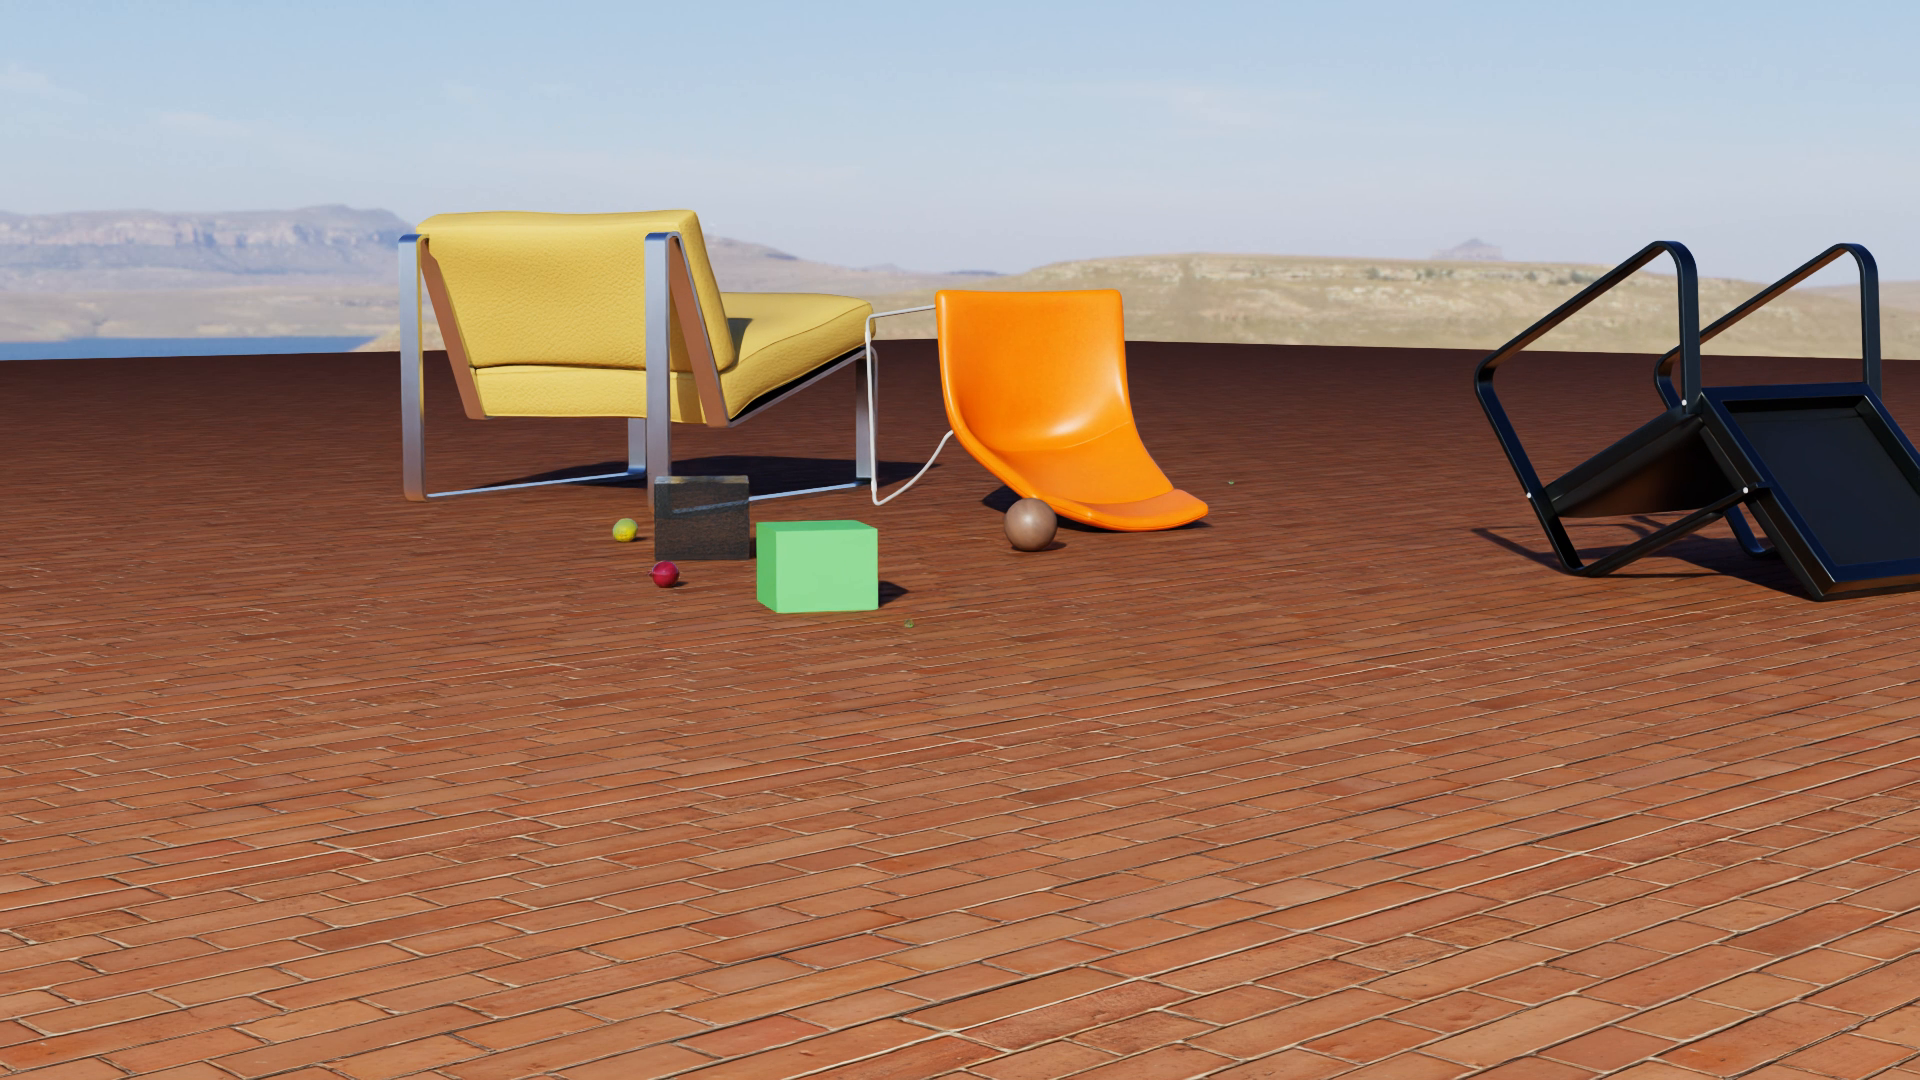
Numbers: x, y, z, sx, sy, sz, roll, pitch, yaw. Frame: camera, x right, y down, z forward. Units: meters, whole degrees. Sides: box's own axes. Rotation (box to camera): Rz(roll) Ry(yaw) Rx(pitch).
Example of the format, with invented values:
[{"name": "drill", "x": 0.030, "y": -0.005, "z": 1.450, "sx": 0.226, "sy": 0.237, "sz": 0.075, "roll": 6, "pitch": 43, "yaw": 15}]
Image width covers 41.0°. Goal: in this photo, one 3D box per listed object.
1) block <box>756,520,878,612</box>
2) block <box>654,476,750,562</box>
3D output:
[{"name": "block", "x": -0.288, "y": 0.051, "z": 5.142, "sx": 0.204, "sy": 0.160, "sz": 0.197, "roll": -2, "pitch": 6, "yaw": -16}, {"name": "block", "x": -0.607, "y": -0.052, "z": 6.042, "sx": 0.218, "sy": 0.180, "sz": 0.220, "roll": -1, "pitch": 6, "yaw": -5}]
